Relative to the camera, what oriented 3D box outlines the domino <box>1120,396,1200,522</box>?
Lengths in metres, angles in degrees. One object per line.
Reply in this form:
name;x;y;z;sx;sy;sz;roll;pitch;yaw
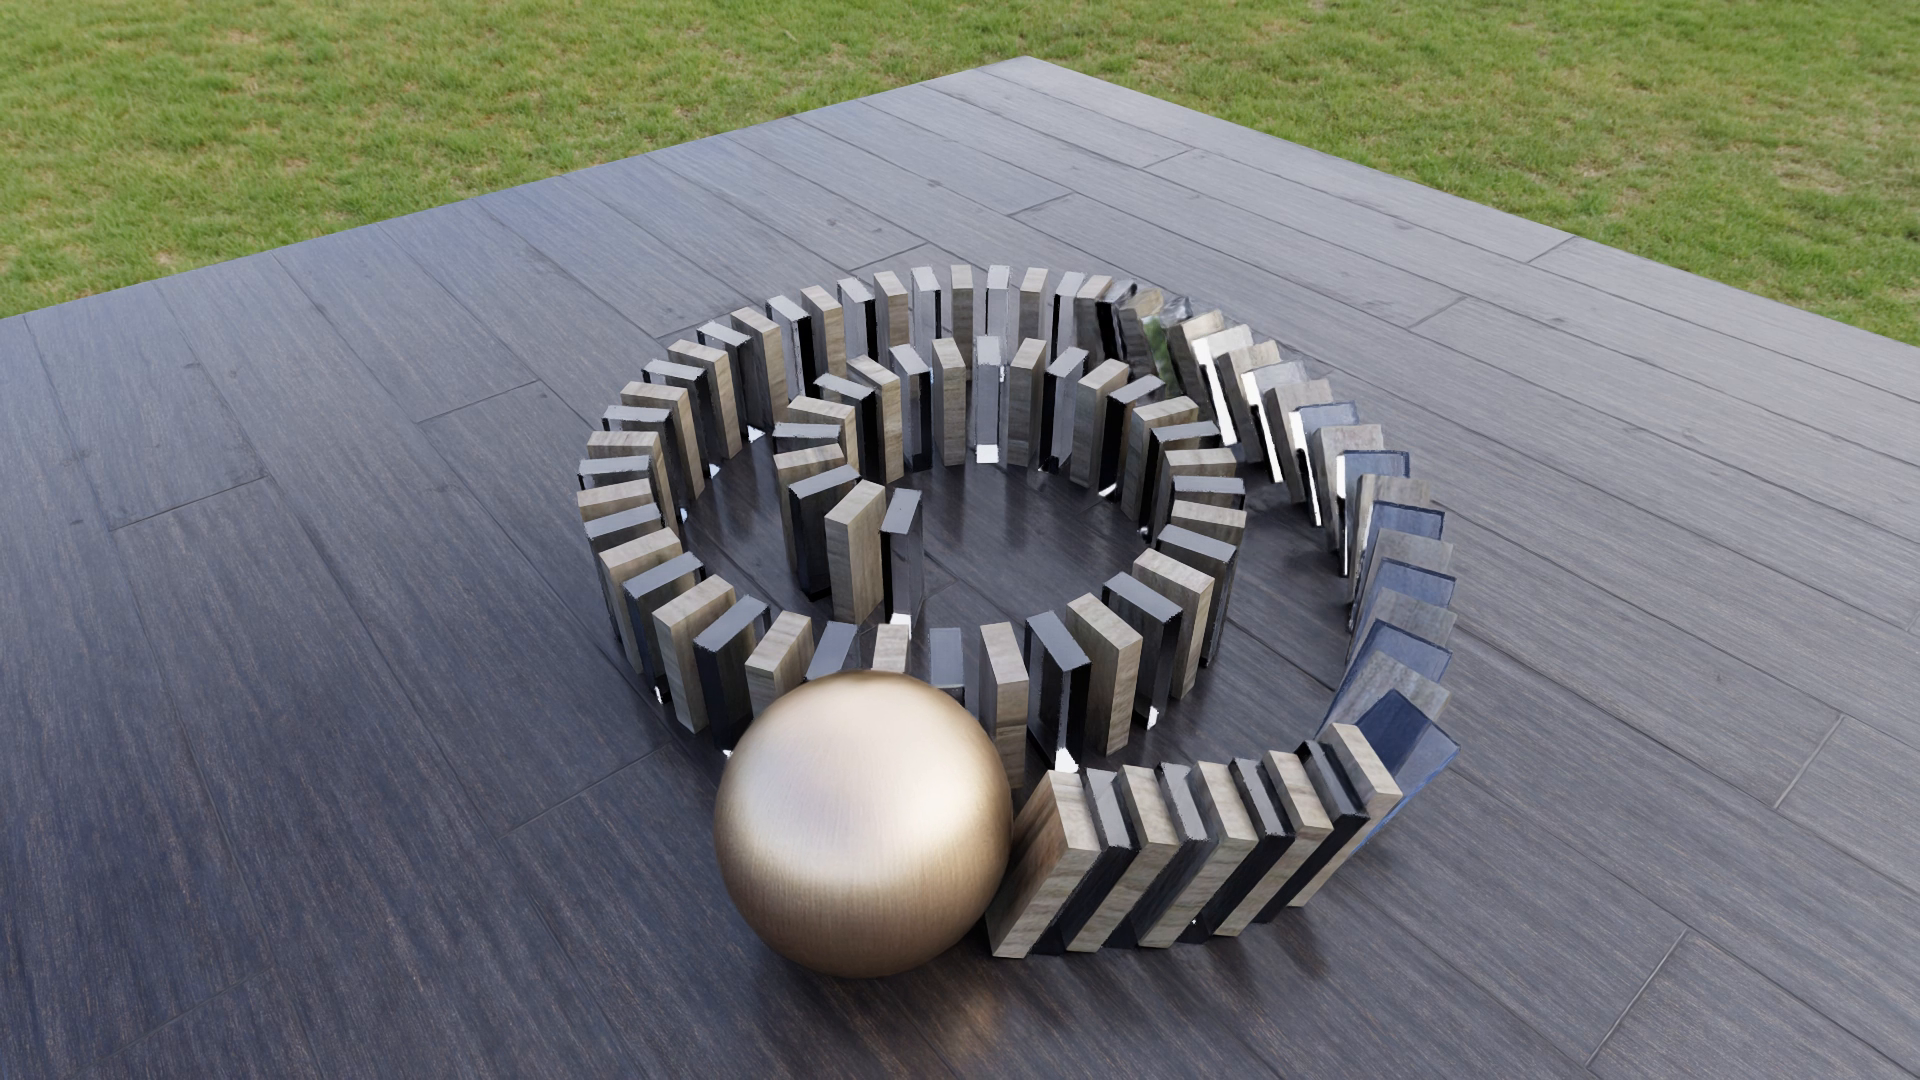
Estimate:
domino;0.082;-0.033;0.452;0.025;0.050;0.009;-16;42;-19

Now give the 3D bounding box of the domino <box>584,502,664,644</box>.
domino;-0.117;0.012;0.396;0.025;0.050;0.009;-19;43;-21

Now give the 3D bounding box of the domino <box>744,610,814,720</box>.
domino;-0.055;0.050;0.351;0.009;0.050;0.025;13;41;15

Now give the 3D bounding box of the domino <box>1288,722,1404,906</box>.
domino;0.102;0.079;0.315;0.010;0.050;0.025;11;34;-24

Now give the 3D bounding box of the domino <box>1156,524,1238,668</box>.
domino;0.080;0.020;0.387;0.025;0.050;0.010;20;43;23

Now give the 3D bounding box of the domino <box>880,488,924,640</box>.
domino;-0.021;0.009;0.401;0.010;0.050;0.025;7;40;8

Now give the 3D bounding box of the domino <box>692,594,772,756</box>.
domino;-0.071;0.045;0.357;0.010;0.050;0.025;22;44;25

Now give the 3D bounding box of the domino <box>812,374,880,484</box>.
domino;-0.048;-0.043;0.464;0.025;0.050;0.009;22;44;24

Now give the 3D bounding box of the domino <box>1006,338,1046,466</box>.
domino;0.029;-0.060;0.485;0.010;0.050;0.025;11;41;14

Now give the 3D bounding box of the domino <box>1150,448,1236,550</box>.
domino;0.090;-0.012;0.426;0.025;0.050;0.009;-3;39;-4

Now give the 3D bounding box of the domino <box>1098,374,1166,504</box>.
domino;0.072;-0.042;0.463;0.025;0.050;0.010;-29;47;-30

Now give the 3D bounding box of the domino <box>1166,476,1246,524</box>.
domino;0.090;-0.001;0.412;0.025;0.050;0.009;3;39;3

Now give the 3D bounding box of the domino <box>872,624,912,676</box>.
domino;-0.021;0.053;0.346;0.009;0.050;0.025;1;38;2

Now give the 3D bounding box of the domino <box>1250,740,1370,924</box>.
domino;0.092;0.083;0.310;0.010;0.050;0.025;13;35;-21

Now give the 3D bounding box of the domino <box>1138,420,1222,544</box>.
domino;0.087;-0.023;0.439;0.025;0.050;0.010;-8;40;-10

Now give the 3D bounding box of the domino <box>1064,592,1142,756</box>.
domino;0.045;0.044;0.357;0.010;0.050;0.025;-24;45;-27

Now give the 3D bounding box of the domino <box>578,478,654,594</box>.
domino;-0.124;0.002;0.409;0.025;0.050;0.010;-13;41;-15

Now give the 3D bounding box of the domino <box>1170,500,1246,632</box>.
domino;0.087;0.010;0.399;0.025;0.050;0.009;10;40;12

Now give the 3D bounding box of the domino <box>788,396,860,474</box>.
domino;-0.055;-0.034;0.452;0.025;0.050;0.009;13;41;15

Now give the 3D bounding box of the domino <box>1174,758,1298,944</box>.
domino;0.072;0.087;0.305;0.010;0.050;0.025;12;35;-20

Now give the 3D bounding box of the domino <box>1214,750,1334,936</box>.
domino;0.082;0.085;0.307;0.010;0.050;0.025;12;35;-20

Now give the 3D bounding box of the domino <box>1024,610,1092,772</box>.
domino;0.030;0.050;0.351;0.010;0.050;0.025;-16;42;-18

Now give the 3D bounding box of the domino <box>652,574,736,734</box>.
domino;-0.085;0.038;0.365;0.009;0.050;0.025;30;48;31

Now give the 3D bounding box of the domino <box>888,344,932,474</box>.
domino;-0.022;-0.057;0.481;0.009;0.050;0.025;-15;42;-18

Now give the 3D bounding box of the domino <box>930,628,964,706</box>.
domino;-0.004;0.054;0.345;0.010;0.050;0.025;-2;39;-2

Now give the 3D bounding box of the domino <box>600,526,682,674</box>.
domino;-0.108;0.022;0.385;0.025;0.050;0.009;-24;45;-26

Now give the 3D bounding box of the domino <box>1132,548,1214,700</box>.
domino;0.070;0.029;0.376;0.025;0.050;0.009;27;46;29

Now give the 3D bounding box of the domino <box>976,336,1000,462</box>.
domino;0.012;-0.062;0.487;0.010;0.050;0.025;0;39;0

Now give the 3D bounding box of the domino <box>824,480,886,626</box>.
domino;-0.037;0.006;0.404;0.010;0.050;0.025;19;43;21

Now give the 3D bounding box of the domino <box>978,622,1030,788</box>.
domino;0.013;0.053;0.347;0.009;0.050;0.025;-7;40;-9

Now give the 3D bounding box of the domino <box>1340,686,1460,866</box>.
domino;0.123;0.072;0.332;0.050;0.010;0.025;-45;59;2

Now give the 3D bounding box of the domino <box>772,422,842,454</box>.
domino;-0.059;-0.023;0.439;0.025;0.050;0.009;2;39;3

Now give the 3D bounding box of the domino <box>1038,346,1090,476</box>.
domino;0.045;-0.056;0.480;0.009;0.050;0.025;20;43;22

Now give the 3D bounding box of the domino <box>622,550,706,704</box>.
domino;-0.097;0.030;0.374;0.025;0.050;0.010;-29;47;-31

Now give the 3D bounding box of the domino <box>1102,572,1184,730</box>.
domino;0.058;0.037;0.366;0.010;0.050;0.025;-31;48;-32

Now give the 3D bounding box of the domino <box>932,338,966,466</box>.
domino;-0.005;-0.061;0.486;0.009;0.050;0.025;-8;40;-10

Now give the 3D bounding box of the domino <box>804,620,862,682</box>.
domino;-0.039;0.053;0.347;0.009;0.050;0.025;7;40;9

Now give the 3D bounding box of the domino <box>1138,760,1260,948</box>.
domino;0.062;0.088;0.305;0.010;0.050;0.025;12;35;-20

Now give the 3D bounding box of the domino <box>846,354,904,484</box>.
domino;-0.036;-0.052;0.475;0.010;0.050;0.025;-28;47;-30

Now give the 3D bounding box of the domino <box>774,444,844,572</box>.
domino;-0.057;-0.012;0.426;0.025;0.050;0.009;-12;41;-14

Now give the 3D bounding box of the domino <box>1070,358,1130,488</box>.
domino;0.060;-0.050;0.472;0.009;0.050;0.025;27;46;29

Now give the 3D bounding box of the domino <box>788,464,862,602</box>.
domino;-0.049;-0.002;0.414;0.025;0.050;0.009;-22;44;-25
